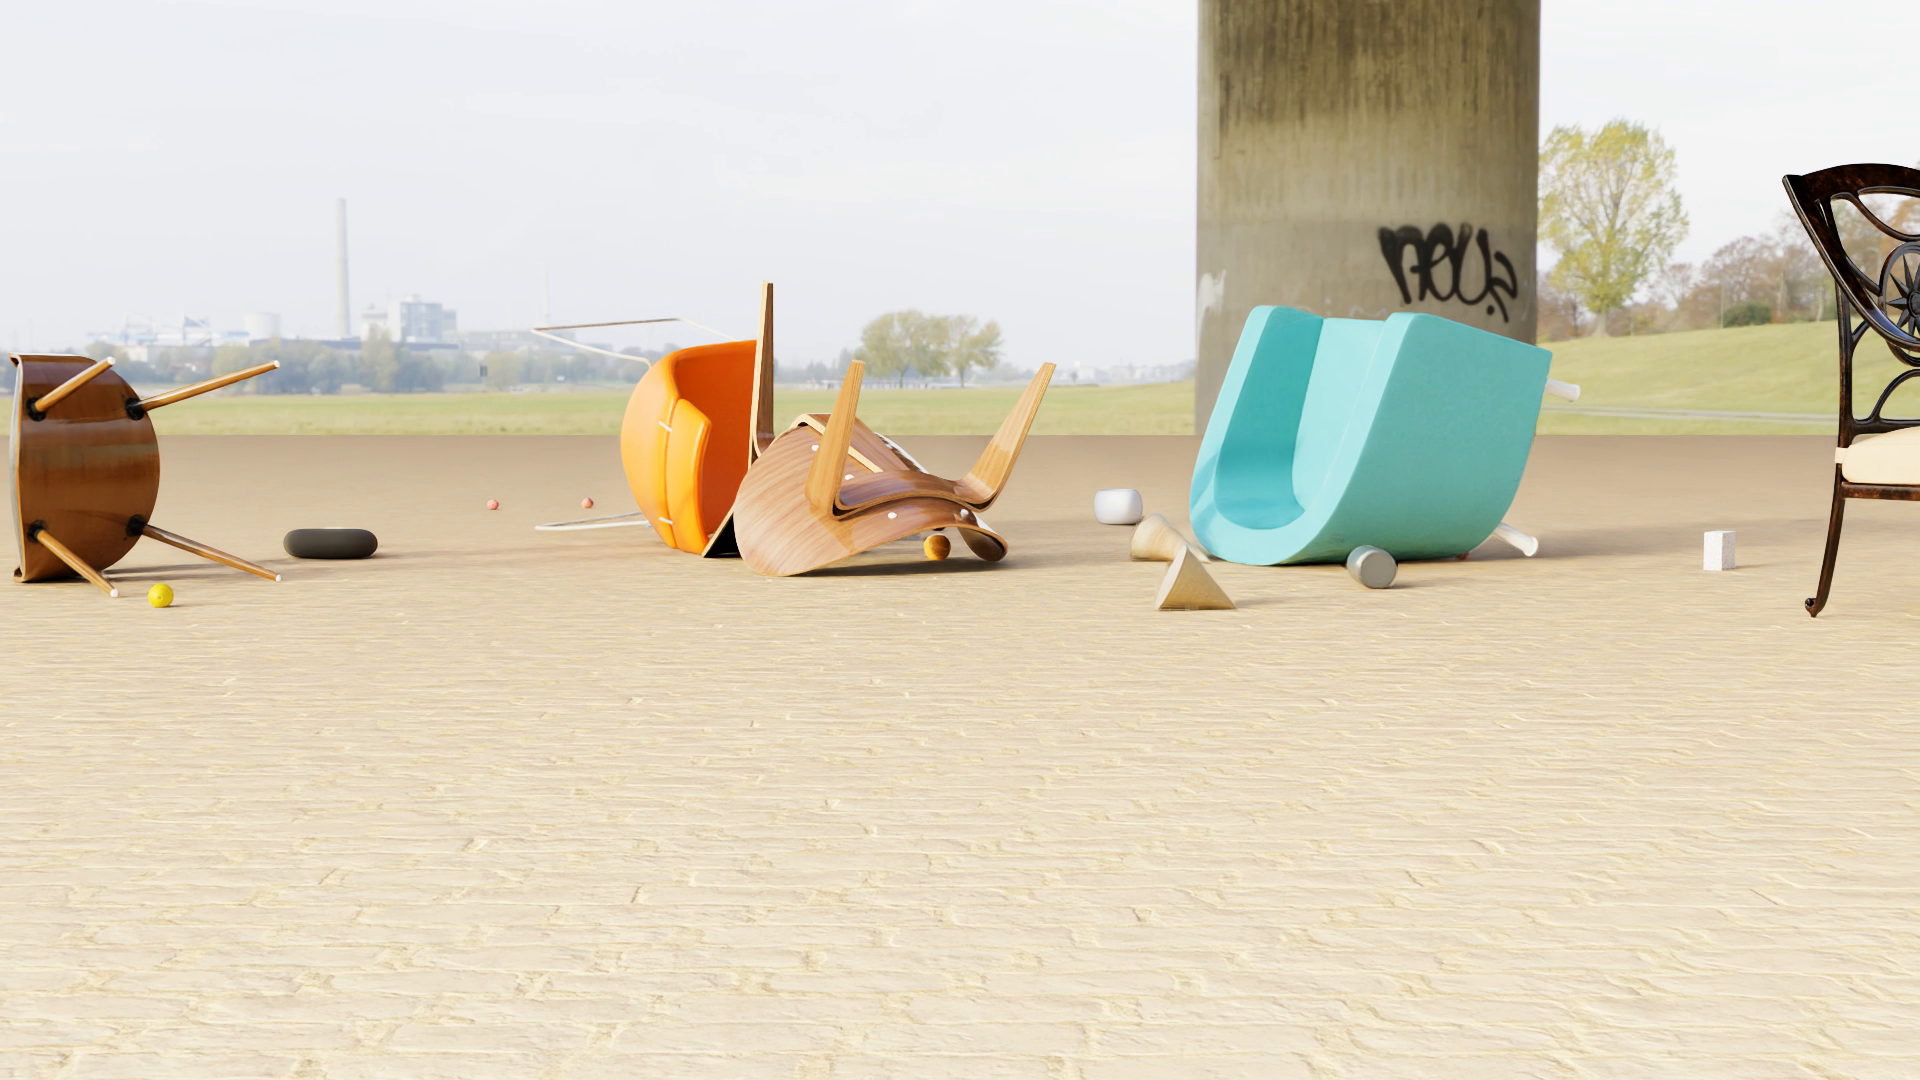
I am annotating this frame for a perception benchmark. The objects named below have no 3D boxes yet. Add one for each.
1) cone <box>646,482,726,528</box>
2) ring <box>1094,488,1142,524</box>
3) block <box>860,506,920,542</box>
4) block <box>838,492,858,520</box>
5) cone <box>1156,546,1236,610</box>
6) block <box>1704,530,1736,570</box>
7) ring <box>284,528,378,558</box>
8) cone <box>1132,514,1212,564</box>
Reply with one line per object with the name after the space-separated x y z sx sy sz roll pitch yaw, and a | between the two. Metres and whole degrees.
-0.942 -0.078 7.163 0.314 0.150 0.218 2 23 45 | cone
0.529 -0.112 7.365 0.156 0.113 0.335 -3 3 -6 | ring
-0.210 -0.048 6.554 0.158 0.094 0.131 -1 4 -12 | block
-0.388 -0.119 7.629 0.071 0.090 0.159 0 4 -4 | block
0.498 0.108 4.489 0.151 0.139 0.160 26 32 -2 | cone
1.896 0.026 5.487 0.045 0.093 0.086 3 5 41 | block
-1.684 0.009 5.883 0.285 0.075 0.203 1 3 31 | ring
0.573 0.025 5.724 0.201 0.130 0.161 23 18 29 | cone
